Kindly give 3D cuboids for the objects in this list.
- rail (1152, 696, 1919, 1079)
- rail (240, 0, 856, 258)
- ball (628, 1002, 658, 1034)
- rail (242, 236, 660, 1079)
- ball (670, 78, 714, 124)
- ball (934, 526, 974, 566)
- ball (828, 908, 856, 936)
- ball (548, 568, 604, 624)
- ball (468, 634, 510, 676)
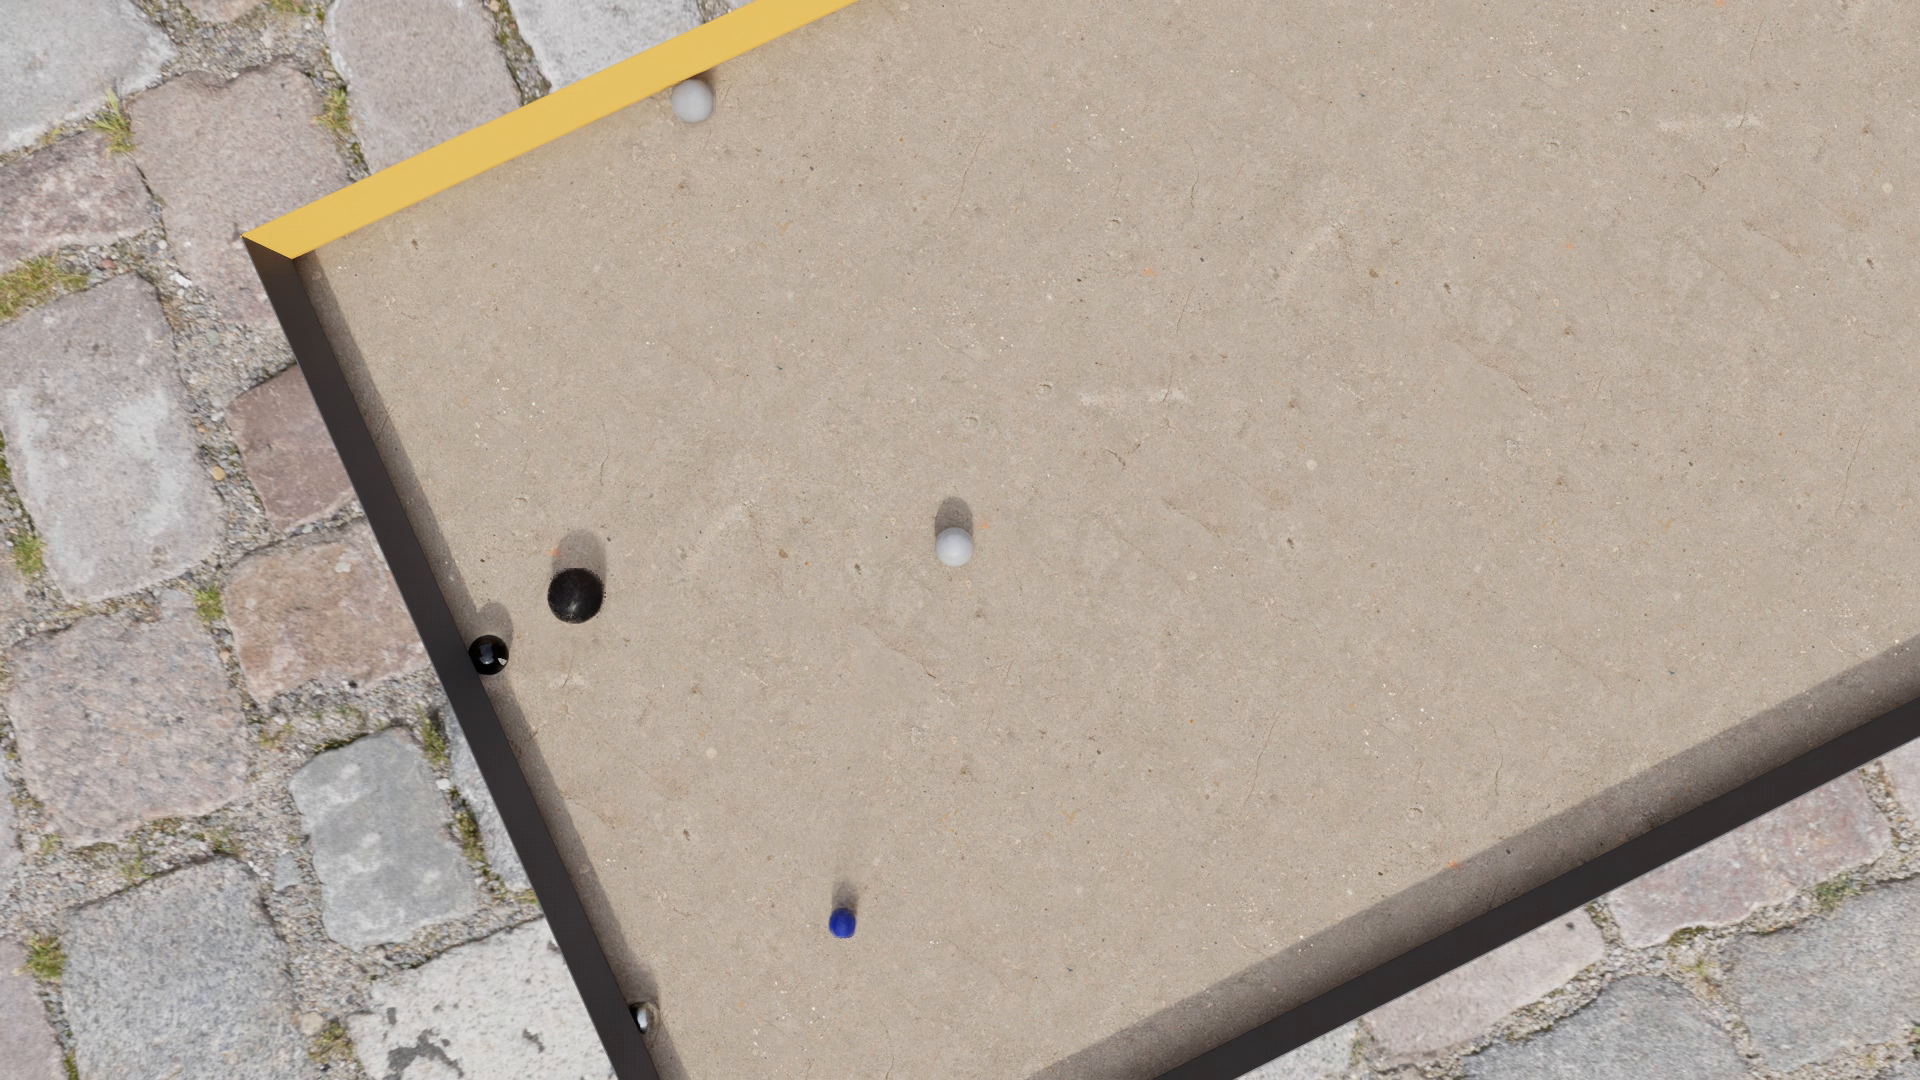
[{"bbox_3d":[1.062,0.417,3.189,3.084,0.107,0.045,-26,82,-4],"label":"rail"},{"bbox_3d":[0.326,-1.087,3.428,3.084,0.107,0.045,-26,82,-4],"label":"rail"},{"bbox_3d":[-0.459,0.690,3.176,0.047,0.047,0.047,0,81,0],"label":"ball"},{"bbox_3d":[-0.673,0.317,3.205,0.045,0.107,1.739,-26,82,-4],"label":"rail"},{"bbox_3d":[-0.412,-0.675,3.383,0.068,0.068,0.068,0,81,0],"label":"ball"},{"bbox_3d":[-0.008,0.010,3.278,0.060,0.060,0.060,0,81,0],"label":"ball"},{"bbox_3d":[-0.171,0.557,3.200,0.041,0.041,0.041,0,81,0],"label":"ball"},{"bbox_3d":[-0.569,0.084,3.255,0.082,0.082,0.082,0,81,0],"label":"ball"},{"bbox_3d":[-0.697,0.170,3.252,0.060,0.060,0.060,0,81,0],"label":"ball"}]
